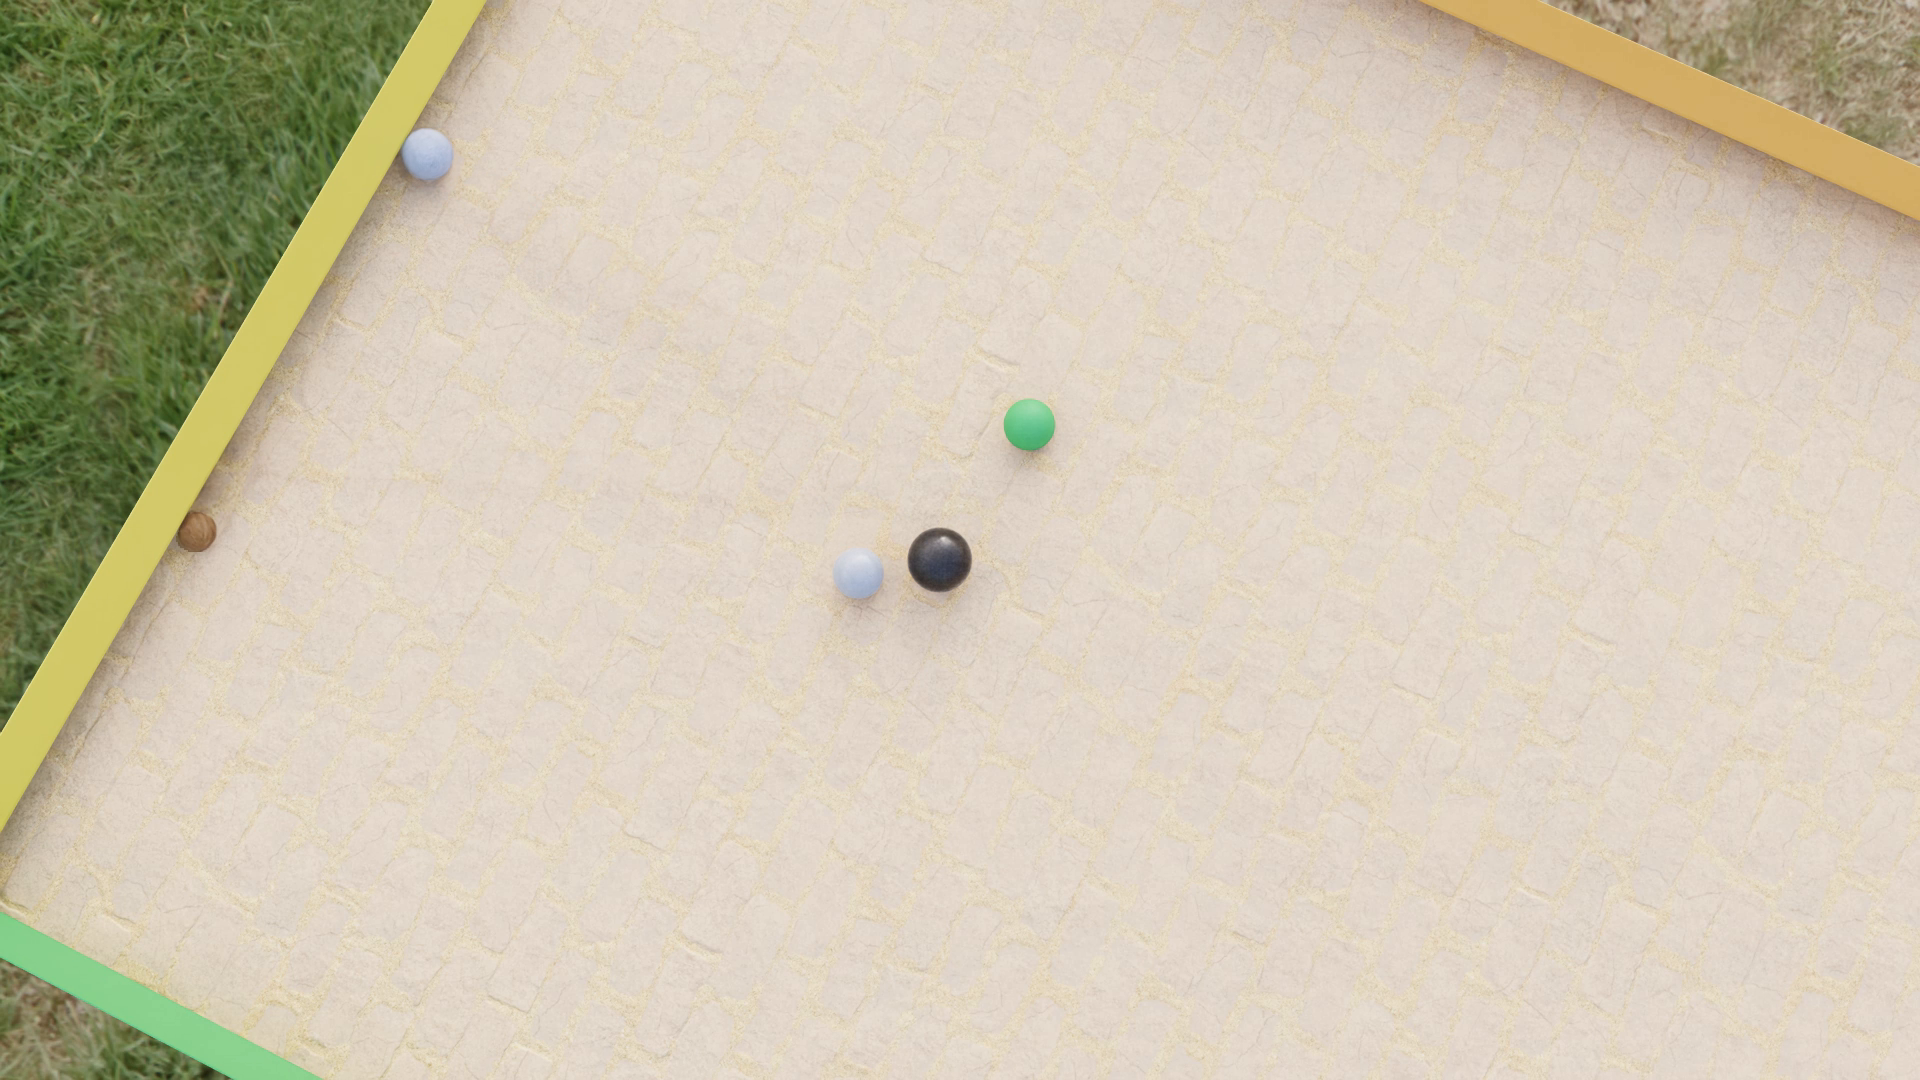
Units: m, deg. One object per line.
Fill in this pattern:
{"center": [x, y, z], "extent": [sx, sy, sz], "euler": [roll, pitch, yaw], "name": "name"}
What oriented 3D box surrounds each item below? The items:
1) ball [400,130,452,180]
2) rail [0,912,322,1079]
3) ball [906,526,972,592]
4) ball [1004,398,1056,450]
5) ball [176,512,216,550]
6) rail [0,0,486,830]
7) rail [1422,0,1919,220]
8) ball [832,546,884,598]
{"center": [-0.837, -0.604, 3.452], "extent": [0.080, 0.080, 0.080], "euler": [0, 77, 0], "name": "ball"}
{"center": [0.497, 1.454, 2.953], "extent": [4.417, 0.128, 0.045], "euler": [25, 78, 6], "name": "rail"}
{"center": [-0.030, 0.030, 3.297], "extent": [0.099, 0.099, 0.099], "euler": [0, 77, 0], "name": "ball"}
{"center": [0.106, -0.176, 3.354], "extent": [0.079, 0.079, 0.079], "euler": [0, 77, 0], "name": "ball"}
{"center": [-1.155, -0.013, 3.328], "extent": [0.057, 0.057, 0.057], "euler": [0, 77, 0], "name": "ball"}
{"center": [-0.971, -0.468, 3.395], "extent": [0.045, 0.128, 2.301], "euler": [25, 78, 6], "name": "rail"}
{"center": [1.487, -0.519, 3.407], "extent": [4.417, 0.128, 0.045], "euler": [25, 78, 6], "name": "rail"}
{"center": [-0.153, 0.049, 3.303], "extent": [0.078, 0.078, 0.078], "euler": [0, 77, 0], "name": "ball"}
